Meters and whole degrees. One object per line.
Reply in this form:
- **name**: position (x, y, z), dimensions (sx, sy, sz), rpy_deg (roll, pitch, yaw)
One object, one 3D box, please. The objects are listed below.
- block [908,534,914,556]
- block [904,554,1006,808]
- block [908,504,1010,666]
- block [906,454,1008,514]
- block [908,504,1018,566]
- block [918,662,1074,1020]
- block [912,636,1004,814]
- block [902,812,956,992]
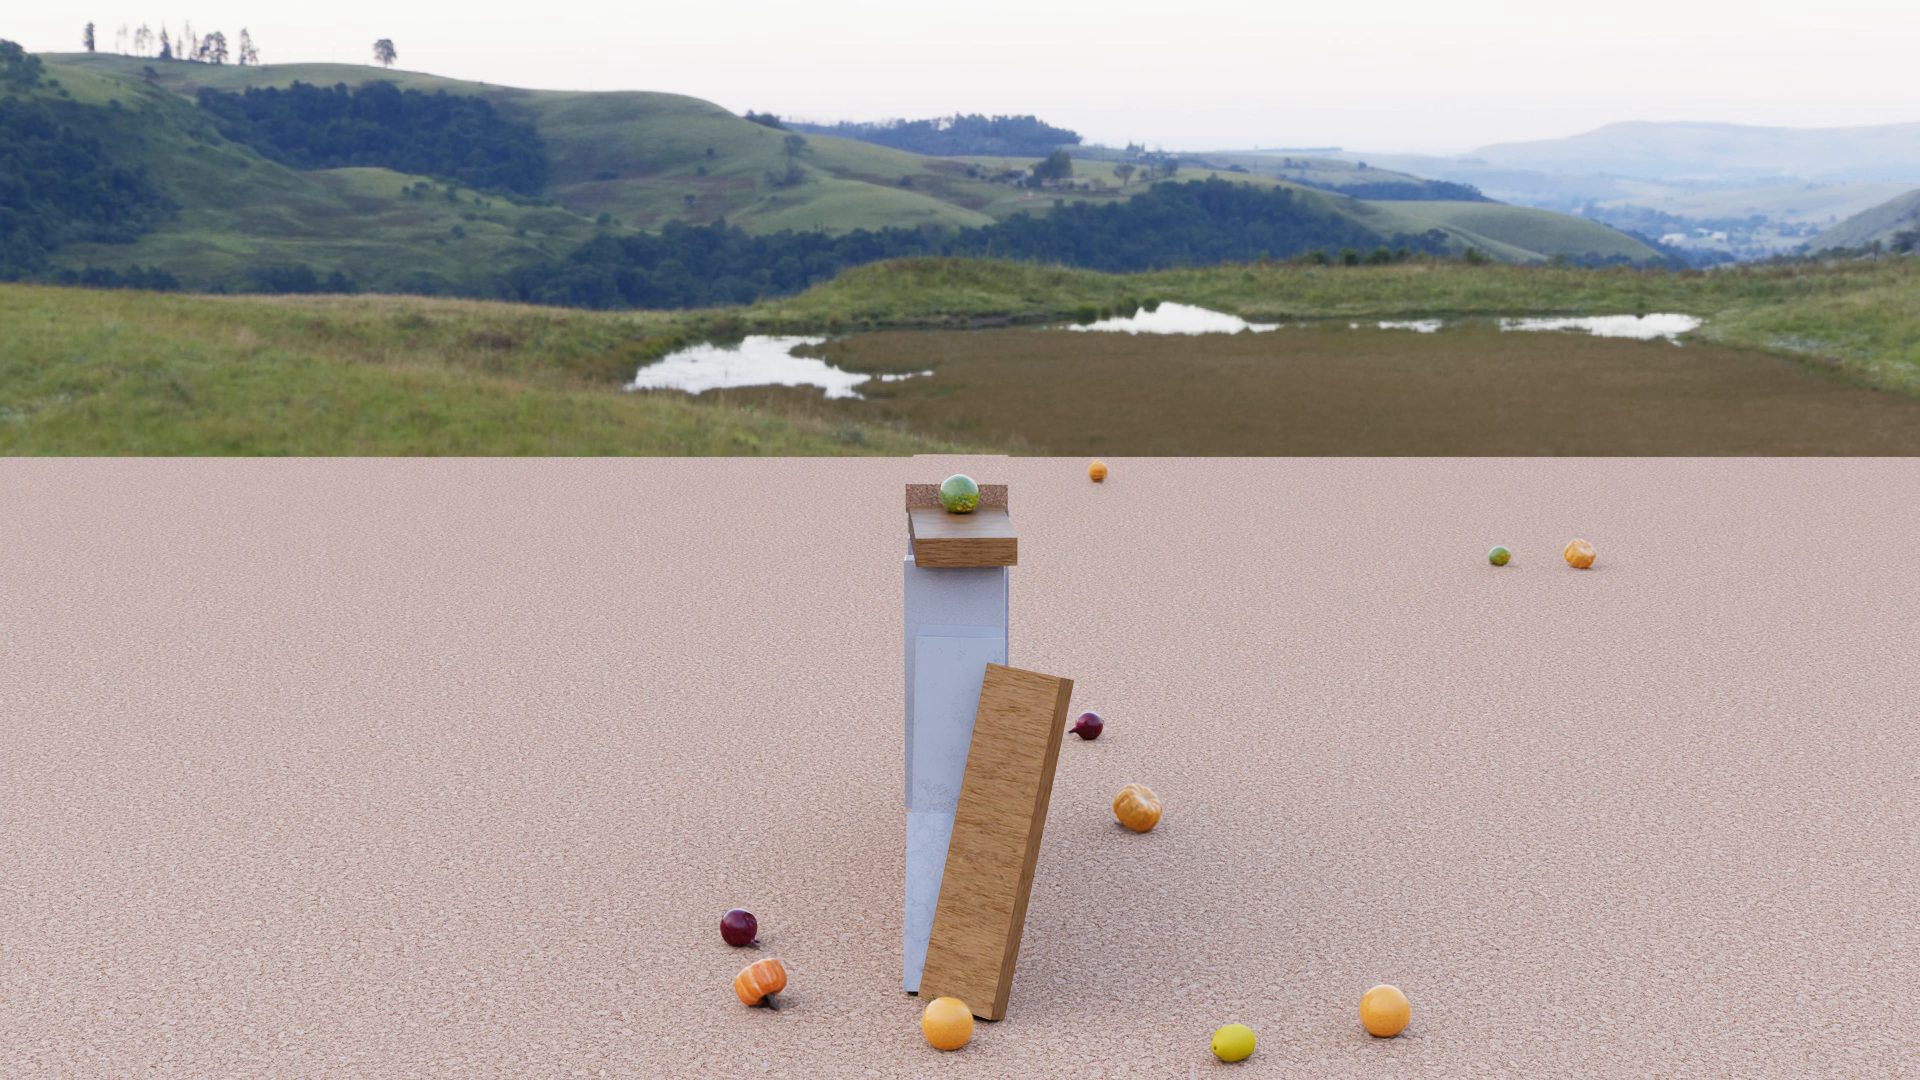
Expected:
- **block**: position (-0.007, 0.141, 3.505), dimensions (0.149, 0.299, 0.042), rpy_deg (0, 10, 1)
- **block**: position (-0.008, 0.217, 3.328), dimensions (0.149, 0.385, 0.042), rpy_deg (1, 10, 3)
- **block**: position (-0.002, 0.107, 3.610), dimensions (0.164, 0.328, 0.046), rpy_deg (0, 11, 2)
- **block**: position (-0.002, -0.096, 3.681), dimensions (0.164, 0.046, 0.328), rpy_deg (0, 11, 1)
- **block**: position (0.001, -0.009, 3.373), dimensions (0.149, 0.042, 0.299), rpy_deg (-1, 10, -3)
- **block**: position (0.052, 0.433, 3.185), dimensions (0.130, 0.495, 0.037), rpy_deg (10, -4, 35)
- **block**: position (-0.003, 0.275, 3.268), dimensions (0.130, 0.260, 0.037), rpy_deg (1, -2, 1)
- **block**: position (-0.015, 0.535, 3.251), dimensions (0.130, 0.260, 0.037), rpy_deg (1, -4, 5)
